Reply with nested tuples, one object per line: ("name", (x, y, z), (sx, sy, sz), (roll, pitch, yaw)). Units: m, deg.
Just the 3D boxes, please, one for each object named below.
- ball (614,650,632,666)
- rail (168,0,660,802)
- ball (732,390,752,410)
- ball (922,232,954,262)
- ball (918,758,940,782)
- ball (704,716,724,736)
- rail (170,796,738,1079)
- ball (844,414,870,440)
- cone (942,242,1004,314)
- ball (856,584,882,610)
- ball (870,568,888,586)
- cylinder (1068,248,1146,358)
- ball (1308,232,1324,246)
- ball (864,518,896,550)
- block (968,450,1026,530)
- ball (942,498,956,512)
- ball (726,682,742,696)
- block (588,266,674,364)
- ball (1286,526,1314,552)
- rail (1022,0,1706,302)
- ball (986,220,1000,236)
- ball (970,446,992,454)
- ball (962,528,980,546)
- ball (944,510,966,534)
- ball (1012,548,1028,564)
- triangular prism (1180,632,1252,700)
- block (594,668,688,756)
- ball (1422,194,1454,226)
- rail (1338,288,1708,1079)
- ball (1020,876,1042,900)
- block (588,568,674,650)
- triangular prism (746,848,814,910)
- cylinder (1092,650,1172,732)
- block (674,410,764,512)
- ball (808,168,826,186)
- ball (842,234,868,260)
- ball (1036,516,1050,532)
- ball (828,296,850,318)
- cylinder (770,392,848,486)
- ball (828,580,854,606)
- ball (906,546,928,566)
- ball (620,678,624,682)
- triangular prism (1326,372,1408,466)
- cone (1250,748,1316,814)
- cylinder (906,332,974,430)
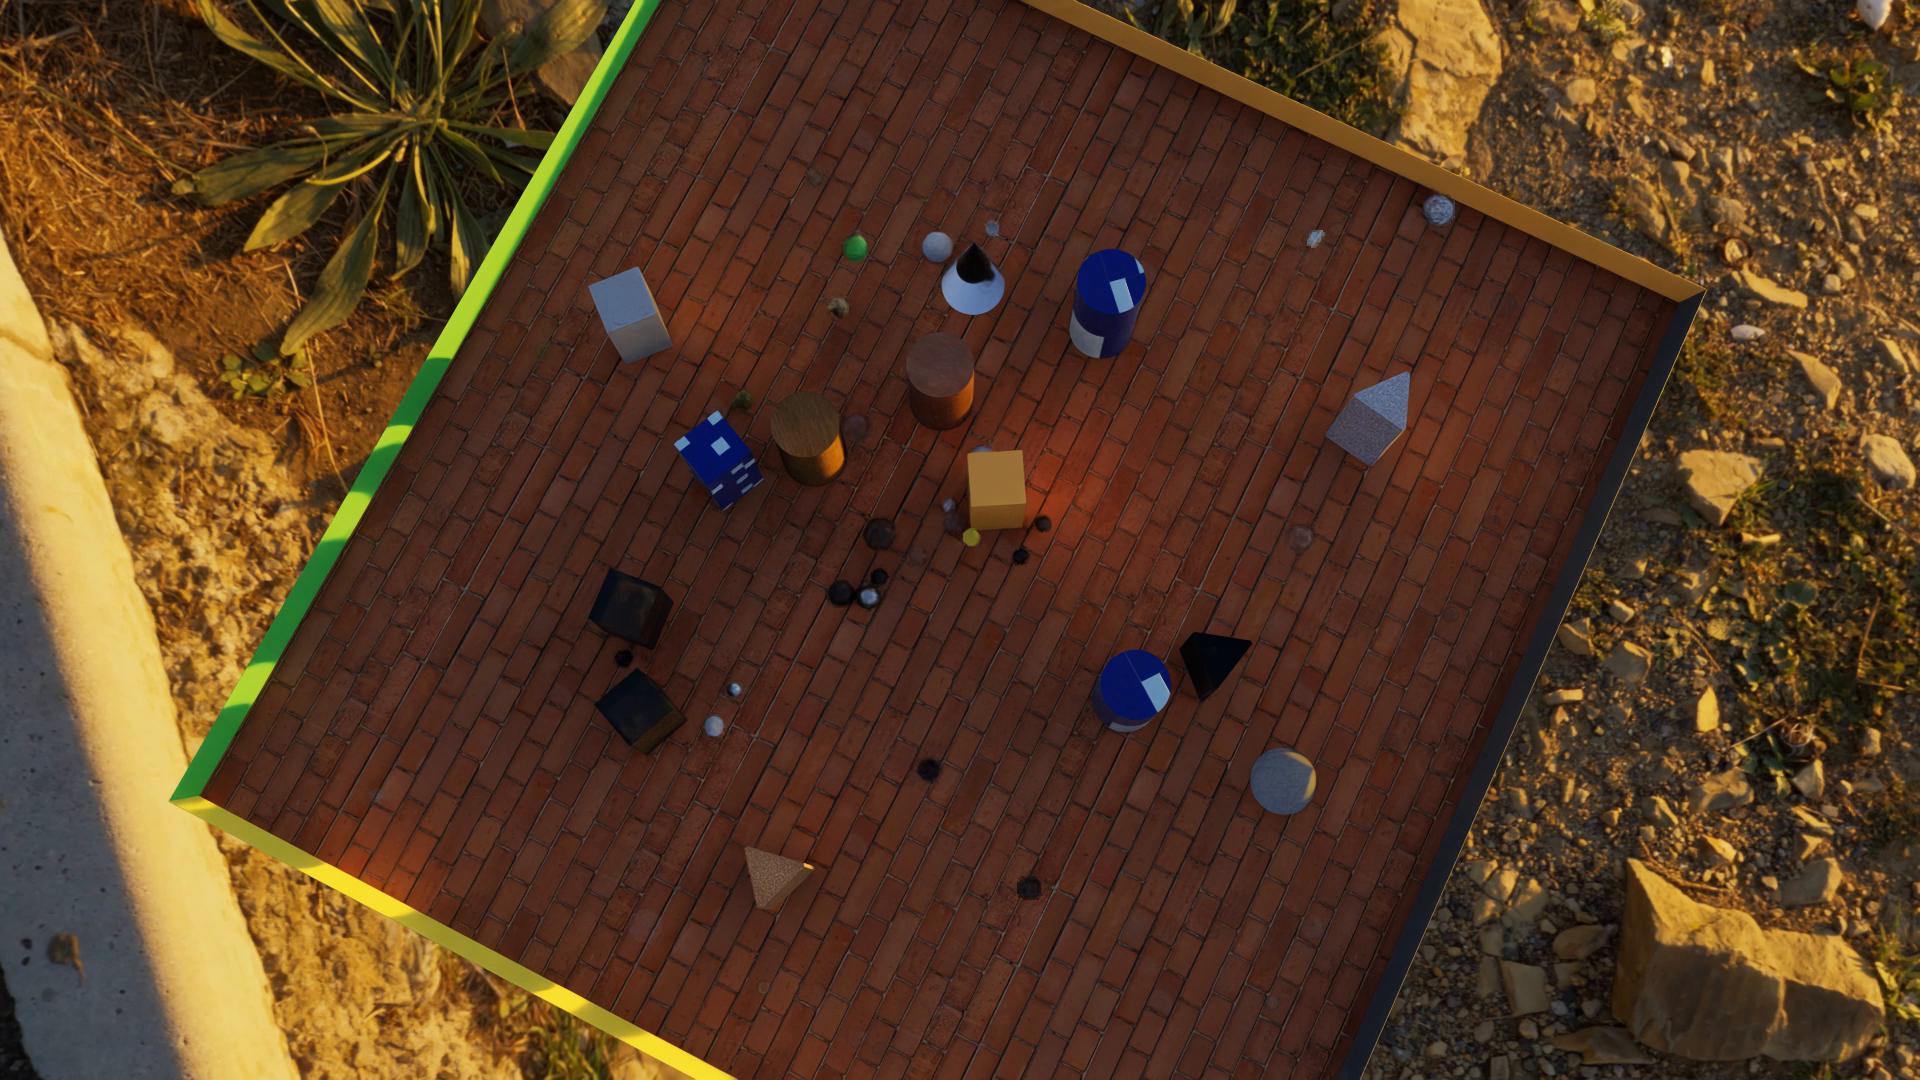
("ball", (-1.013, 0.355, 5.516), (0.053, 0.053, 0.053), (0, 78, 0))
("rail", (-1.507, -0.731, 5.701), (0.045, 0.130, 3.459), (26, 80, 5))
("ball", (-0.672, -0.431, 5.674), (0.062, 0.062, 0.062), (0, 78, 0))
("ball", (-0.069, -0.921, 5.759), (0.095, 0.095, 0.095), (0, 78, 0))
("ball", (-0.092, 0.683, 5.441), (0.068, 0.068, 0.068), (0, 78, 0))
("ball", (-0.734, 0.557, 5.471), (0.060, 0.060, 0.060), (0, 78, 0))
("rail", (-0.763, 1.501, 5.239), (3.418, 0.130, 0.045), (26, 80, 5))
("ball", (-0.318, -0.348, 5.646), (0.084, 0.084, 0.084), (0, 78, 0))
("cone", (0.042, -0.844, 5.601), (0.200, 0.373, 0.200), (0, 78, 0))
("ball", (-0.277, 0.172, 5.542), (0.076, 0.076, 0.076), (0, 78, 0))
("ball", (-0.245, 0.113, 5.567), (0.052, 0.052, 0.052), (0, 78, 0))
("cylinder", (0.442, -0.709, 5.544), (0.200, 0.430, 0.200), (0, 78, 0))
("ball", (1.125, -0.952, 5.790), (0.047, 0.047, 0.047), (0, 78, 0))
("ball", (-0.243, -0.018, 5.569), (0.100, 0.100, 0.100), (0, 78, 0))
("block", (0.107, -0.145, 5.475), (0.160, 0.336, 0.160), (-4, 78, -1))
("ball", (-0.033, -0.106, 5.616), (0.045, 0.045, 0.045), (0, 78, 0))
("ball", (-0.678, 0.448, 5.502), (0.043, 0.043, 0.043), (0, 78, 0))
("block", (-1.002, -0.682, 5.596), (0.160, 0.317, 0.160), (-23, 79, -5))
("ball", (1.034, -0.003, 5.576), (0.082, 0.082, 0.082), (0, 78, 0))
("rail", (0.763, -1.487, 5.857), (3.418, 0.130, 0.045), (26, 80, 5))
("ball", (0.103, -0.987, 5.798), (0.046, 0.046, 0.046), (0, 78, 0))
("ball", (0.066, -0.250, 5.626), (0.083, 0.083, 0.083), (0, 78, 0))
("ball", (0.034, -0.008, 5.581), (0.056, 0.056, 0.056), (0, 78, 0))
("ball", (-0.017, -0.055, 5.593), (0.069, 0.069, 0.069), (0, 78, 0))
("ball", (0.185, 0.051, 5.582), (0.047, 0.047, 0.047), (0, 78, 0))
("triangular prism", (0.724, 0.343, 5.393), (0.150, 0.300, 0.173), (38, 81, 7))
("block", (-0.929, 0.505, 5.361), (0.160, 0.295, 0.160), (-41, 81, -8))
("ball", (1.507, -1.041, 5.783), (0.097, 0.097, 0.097), (0, 78, 0))
("rail", (1.507, 0.745, 5.395), (0.045, 0.130, 3.459), (26, 80, 5))
("ball", (0.207, 1.019, 5.372), (0.066, 0.066, 0.066), (0, 78, 0))
("block", (-0.974, 0.208, 5.441), (0.160, 0.259, 0.160), (21, 79, 4))
("triangular prism", (-0.545, 0.941, 5.249), (0.173, 0.338, 0.150), (-43, 81, -8))
("cylinder", (0.497, 0.444, 5.350), (0.200, 0.342, 0.200), (0, 78, 0))
("block", (-0.718, -0.232, 5.488), (0.160, 0.347, 0.160), (-39, 81, -7))
("ball", (-0.457, -1.152, 5.826), (0.057, 0.057, 0.057), (0, 78, 0))
("ball", (-0.330, -0.921, 5.767), (0.078, 0.078, 0.078), (0, 78, 0))
("ball", (0.254, -0.051, 5.603), (0.048, 0.048, 0.048), (0, 78, 0))
("ball", (-0.379, -0.726, 5.732), (0.068, 0.068, 0.068), (0, 78, 0))
("cylinder", (-0.448, -0.298, 5.490), (0.200, 0.370, 0.200), (0, 78, 0))
("ball", (-0.360, 0.161, 5.542), (0.082, 0.082, 0.082), (0, 78, 0))
("ball", (-0.131, 0.049, 5.573), (0.065, 0.065, 0.065), (0, 78, 0))
("ball", (-0.996, 0.440, 5.495), (0.056, 0.056, 0.056), (0, 78, 0))
("triangular prism", (1.246, -0.380, 5.473), (0.173, 0.435, 0.150), (36, 81, 7))
("cone", (0.966, 0.671, 5.236), (0.200, 0.474, 0.200), (0, 78, 0))
("cylinder", (-0.058, -0.473, 5.525), (0.200, 0.371, 0.200), (0, 78, 0))
